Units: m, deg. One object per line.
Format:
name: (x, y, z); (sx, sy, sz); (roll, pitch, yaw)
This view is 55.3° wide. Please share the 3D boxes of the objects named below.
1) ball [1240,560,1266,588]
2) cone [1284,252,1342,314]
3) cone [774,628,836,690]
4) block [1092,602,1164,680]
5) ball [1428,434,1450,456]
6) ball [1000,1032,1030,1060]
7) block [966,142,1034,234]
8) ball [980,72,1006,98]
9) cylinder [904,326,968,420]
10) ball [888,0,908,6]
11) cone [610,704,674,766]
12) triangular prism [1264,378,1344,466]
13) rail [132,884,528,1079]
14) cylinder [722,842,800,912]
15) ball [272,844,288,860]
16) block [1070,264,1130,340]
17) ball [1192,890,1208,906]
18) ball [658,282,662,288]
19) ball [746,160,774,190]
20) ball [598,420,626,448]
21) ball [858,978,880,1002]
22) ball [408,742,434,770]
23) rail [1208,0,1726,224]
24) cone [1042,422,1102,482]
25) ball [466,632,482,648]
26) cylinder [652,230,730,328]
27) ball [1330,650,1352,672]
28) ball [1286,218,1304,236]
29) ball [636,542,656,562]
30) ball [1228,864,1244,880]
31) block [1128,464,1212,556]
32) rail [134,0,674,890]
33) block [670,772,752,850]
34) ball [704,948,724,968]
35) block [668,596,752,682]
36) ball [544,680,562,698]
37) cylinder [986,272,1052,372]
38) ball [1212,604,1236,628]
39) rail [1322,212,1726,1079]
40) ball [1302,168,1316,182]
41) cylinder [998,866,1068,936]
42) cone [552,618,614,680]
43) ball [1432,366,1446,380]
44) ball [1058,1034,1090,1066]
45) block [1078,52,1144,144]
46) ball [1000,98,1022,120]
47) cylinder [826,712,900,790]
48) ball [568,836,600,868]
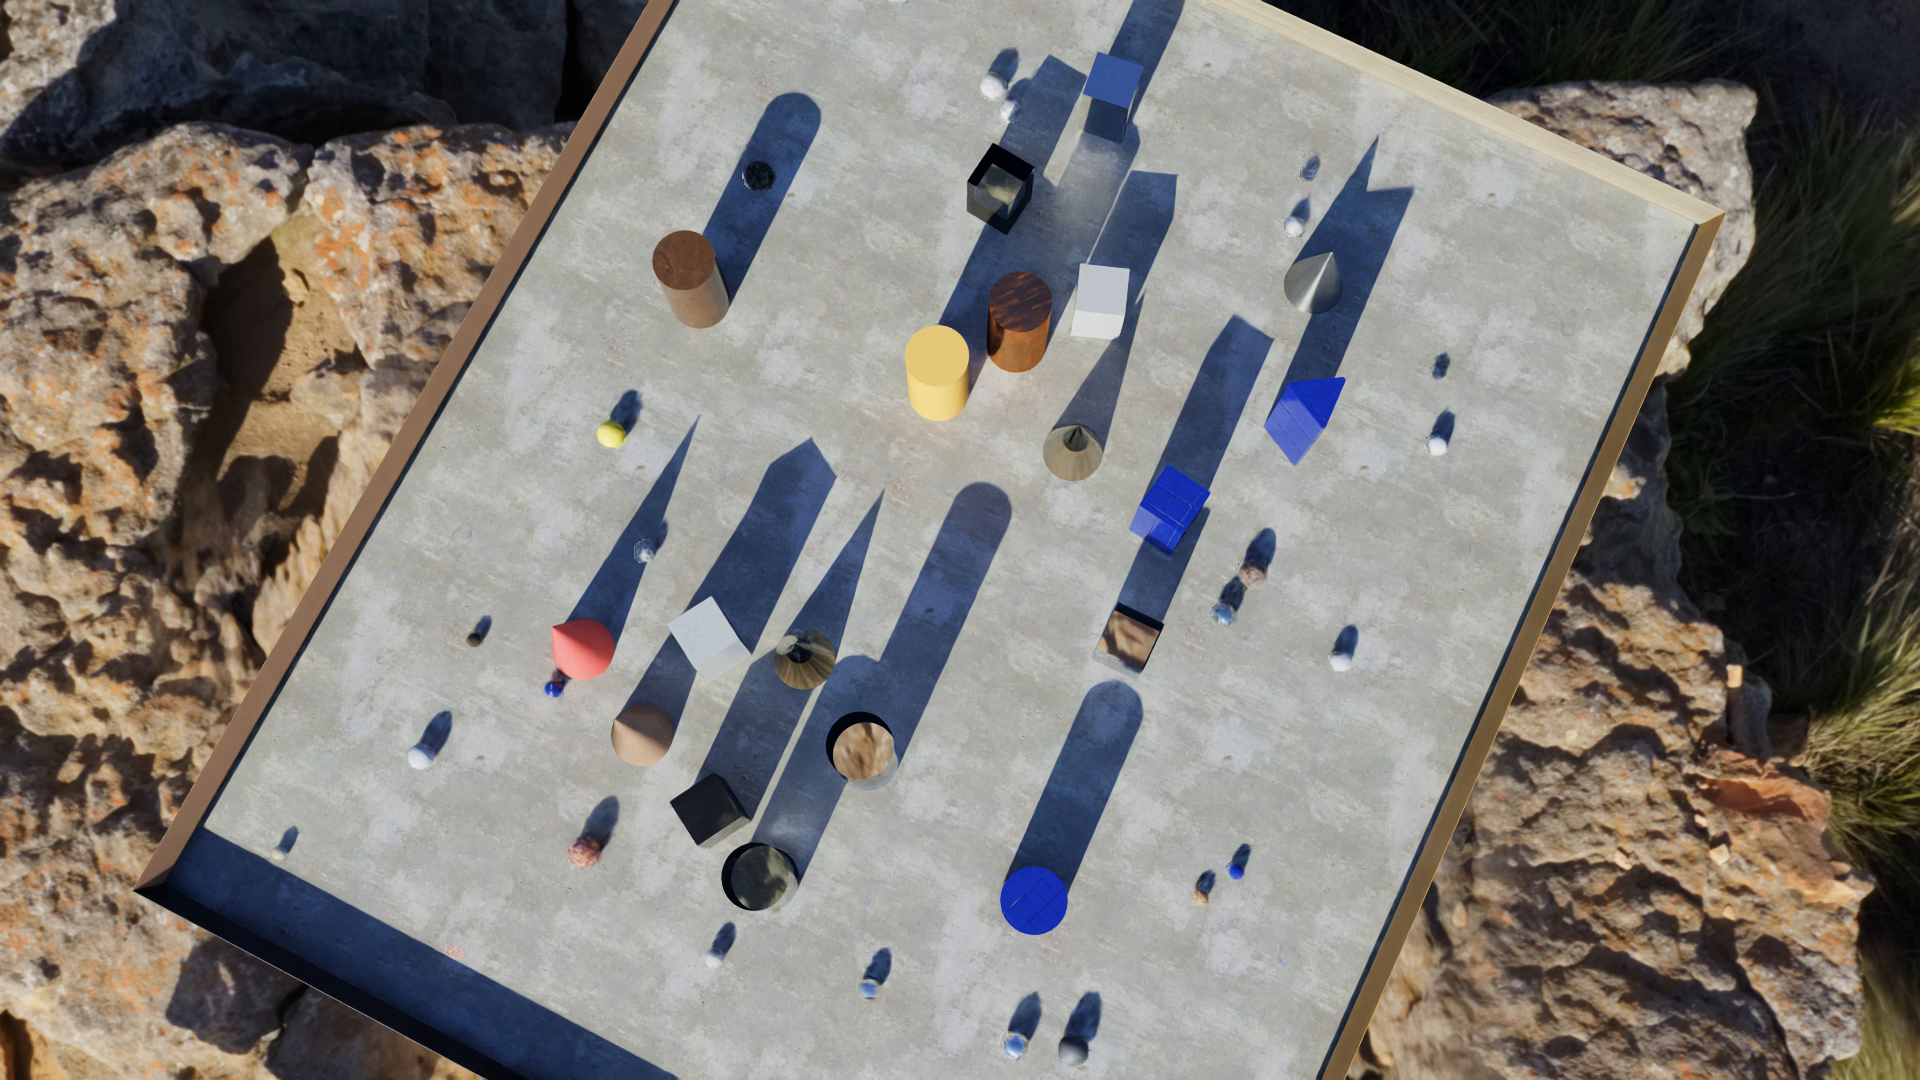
ball: (0.888, 0.102, 5.553); (0.083, 0.083, 0.083); (0, 78, 0)
cone: (1.115, -0.834, 5.632); (0.187, 0.307, 0.187); (0, 78, 0)
cone: (-0.471, 0.327, 5.387); (0.187, 0.316, 0.187); (0, 78, 0)
block: (0.496, 0.302, 5.436); (0.150, 0.231, 0.150); (25, 79, 5)
ball: (1.473, -0.293, 5.643); (0.066, 0.066, 0.066); (0, 78, 0)
ball: (0.159, 1.456, 5.273); (0.082, 0.082, 0.082); (0, 78, 0)
block: (0.125, -1.093, 5.718); (0.150, 0.245, 0.150); (32, 80, 6)
ball: (0.106, -1.457, 5.875); (0.084, 0.084, 0.084); (0, 78, 0)
cylinder: (-0.067, -0.499, 5.528); (0.187, 0.374, 0.187); (0, 78, 0)
ball: (-0.200, -1.779, 5.937); (0.092, 0.092, 0.092); (0, 78, 0)
cone: (-0.953, 0.538, 5.274); (0.187, 0.452, 0.187); (0, 78, 0)
triangular prism: (1.047, -0.378, 5.464); (0.141, 0.451, 0.162); (-35, 80, -7)
rail: (-0.883, 1.735, 5.194); (3.342, 0.122, 0.045); (26, 80, 5)
cylinder: (-0.568, 0.967, 5.244); (0.187, 0.338, 0.187); (0, 78, 0)
ball: (-2.007, 0.921, 5.404); (0.044, 0.044, 0.044); (0, 78, 0)
block: (0.430, -0.731, 5.646); (0.150, 0.238, 0.150); (6, 78, 1)
ball: (0.705, 1.050, 5.375); (0.048, 0.048, 0.048); (0, 78, 0)
ball: (-0.927, -0.813, 5.759); (0.049, 0.049, 0.049); (0, 78, 0)
ball: (-0.635, -1.155, 5.809); (0.091, 0.091, 0.091); (0, 78, 0)
ball: (-1.073, -0.325, 5.640); (0.086, 0.086, 0.086); (0, 78, 0)
ball: (-0.264, 1.305, 5.313); (0.067, 0.067, 0.067); (0, 78, 0)
ball: (-1.601, 0.642, 5.444); (0.077, 0.077, 0.077); (0, 78, 0)
rail: (0.883, -1.722, 5.909); (3.342, 0.122, 0.045); (26, 80, 5)
cone: (0.349, -0.305, 5.519); (0.187, 0.313, 0.187); (0, 78, 0)
ball: (-1.465, 0.302, 5.531); (0.044, 0.044, 0.044); (0, 78, 0)
cylinder: (-0.817, -0.791, 5.596); (0.187, 0.361, 0.187); (0, 78, 0)
ball: (1.145, 0.365, 5.507); (0.066, 0.066, 0.066); (0, 78, 0)
ball: (1.060, -0.991, 5.792); (0.058, 0.058, 0.058); (0, 78, 0)
ball: (-0.956, 0.037, 5.578); (0.060, 0.060, 0.060); (0, 78, 0)
ball: (0.813, 0.975, 5.391); (0.046, 0.046, 0.046); (0, 78, 0)
block: (0.623, -0.085, 5.462); (0.150, 0.336, 0.150); (35, 80, 7)
rail: (-1.474, -0.715, 5.701); (0.045, 0.122, 3.995); (26, 80, 5)
block: (-0.722, 0.789, 5.325); (0.150, 0.251, 0.150); (-33, 80, -7)
ball: (-0.714, 1.216, 5.336); (0.057, 0.057, 0.057); (0, 78, 0)
block: (-0.734, 0.294, 5.389); (0.150, 0.327, 0.150); (-33, 80, -6)
ball: (-1.219, 0.448, 5.496); (0.054, 0.054, 0.054); (0, 78, 0)
cylinder: (0.176, -0.655, 5.546); (0.187, 0.403, 0.187); (0, 78, 0)
ball: (0.799, 0.229, 5.533); (0.071, 0.071, 0.071); (0, 78, 0)
rail: (1.474, 0.728, 5.403); (0.045, 0.122, 3.995); (26, 80, 5)
ball: (1.111, -1.162, 5.835); (0.042, 0.042, 0.042); (0, 78, 0)
cylinder: (0.205, 1.032, 5.234); (0.187, 0.330, 0.187); (0, 78, 0)
cone: (-1.140, 0.286, 5.332); (0.187, 0.442, 0.187); (0, 78, 0)
ball: (1.491, -0.519, 5.702); (0.042, 0.042, 0.042); (0, 78, 0)
ball: (0.326, 1.467, 5.267); (0.091, 0.091, 0.091); (0, 78, 0)
block: (0.472, -1.390, 5.771); (0.150, 0.260, 0.150); (19, 79, 4)
ball: (0.161, -1.378, 5.866); (0.069, 0.069, 0.069); (0, 78, 0)
cylinder: (-0.276, 0.610, 5.263); (0.187, 0.446, 0.187); (0, 78, 0)
ball: (-1.103, 0.918, 5.379); (0.094, 0.094, 0.094); (0, 78, 0)
